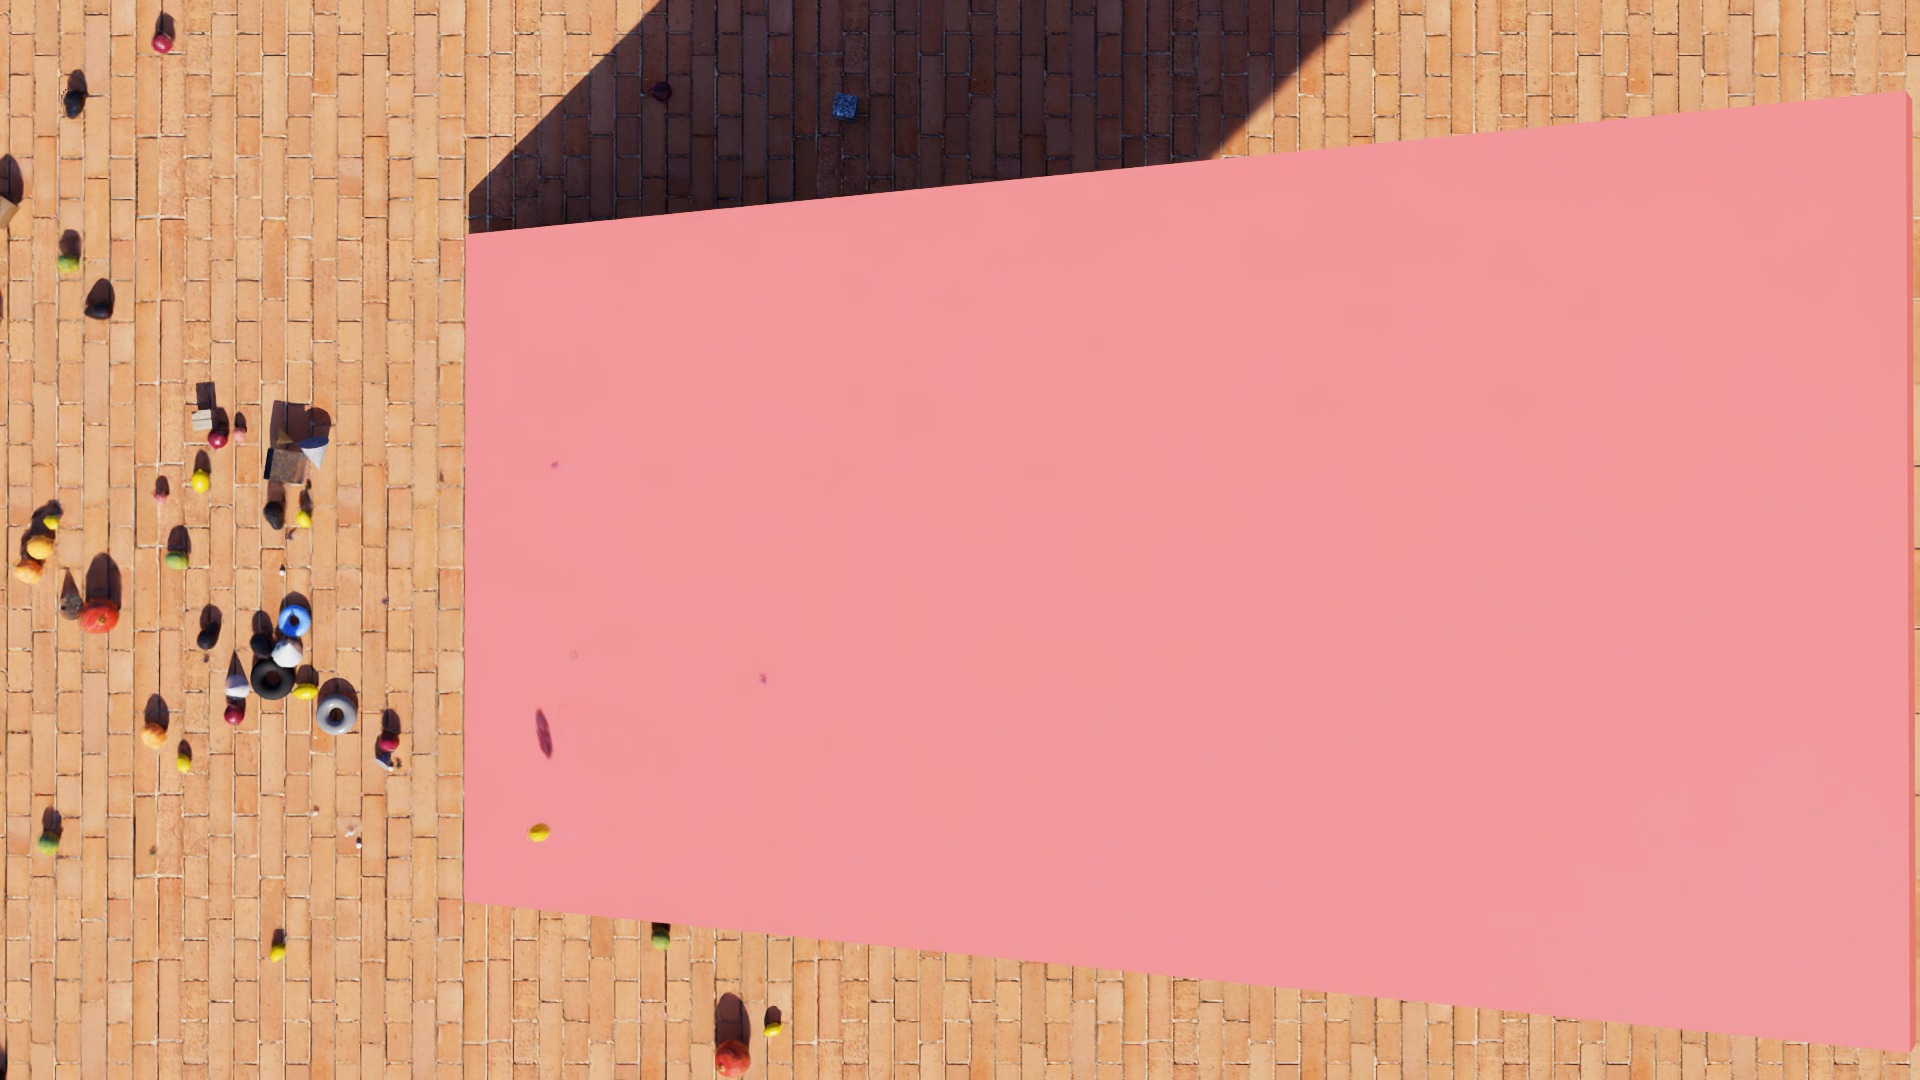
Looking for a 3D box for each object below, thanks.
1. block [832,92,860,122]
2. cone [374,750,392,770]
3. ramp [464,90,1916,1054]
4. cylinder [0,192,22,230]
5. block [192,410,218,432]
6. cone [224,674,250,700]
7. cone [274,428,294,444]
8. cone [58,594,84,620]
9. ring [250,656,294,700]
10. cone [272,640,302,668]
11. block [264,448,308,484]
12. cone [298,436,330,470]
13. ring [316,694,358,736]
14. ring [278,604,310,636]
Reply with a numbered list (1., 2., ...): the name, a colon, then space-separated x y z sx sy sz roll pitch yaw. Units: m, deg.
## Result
1. block: -0.347 -1.309 6.655 0.067 0.067 0.067 13 89 0
2. cone: -1.735 0.657 6.657 0.055 0.055 0.055 34 63 0
3. ramp: 0.269 0.074 5.622 4.000 0.100 2.000 0 89 30
4. cylinder: -2.901 -0.997 6.642 0.088 0.088 0.088 37 90 0
5. block: -2.284 -0.362 6.651 0.057 0.057 0.057 -6 89 0
6. cone: -2.193 0.447 6.633 0.078 0.078 0.078 0 89 0
7. cone: -2.043 -0.307 6.667 0.054 0.054 0.054 17 89 -27
8. cone: -2.697 0.204 6.634 0.081 0.081 0.081 0 89 0
9. ring: -2.078 0.417 6.650 0.136 0.045 0.136 0 89 1
10. cone: -2.019 0.325 6.611 0.091 0.091 0.091 8 65 -18
11. block: -2.032 -0.222 6.631 0.095 0.095 0.095 8 89 0
12. cone: -1.948 -0.252 6.658 0.092 0.092 0.092 -3 116 0
13. ring: -1.885 0.528 6.650 0.126 0.042 0.126 0 88 0
14. ring: -2.015 0.245 6.658 0.097 0.032 0.097 0 91 0
